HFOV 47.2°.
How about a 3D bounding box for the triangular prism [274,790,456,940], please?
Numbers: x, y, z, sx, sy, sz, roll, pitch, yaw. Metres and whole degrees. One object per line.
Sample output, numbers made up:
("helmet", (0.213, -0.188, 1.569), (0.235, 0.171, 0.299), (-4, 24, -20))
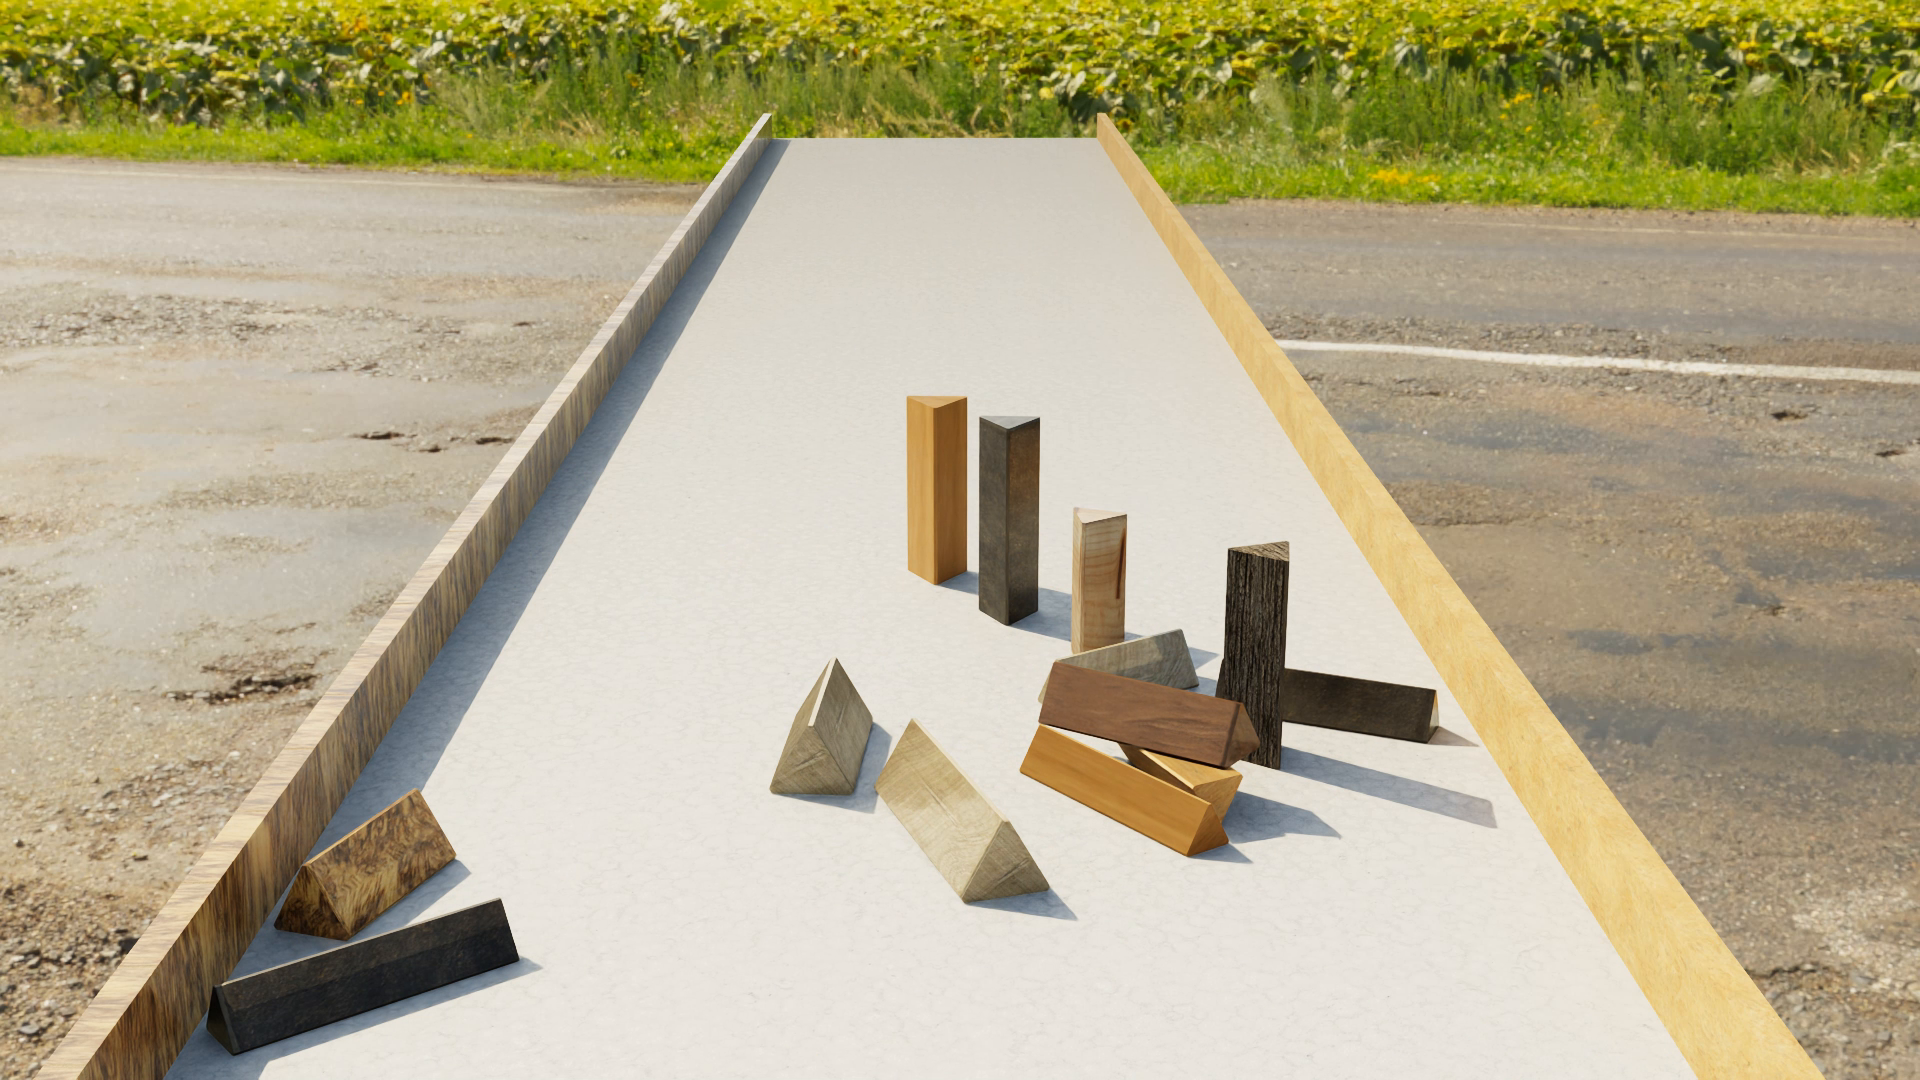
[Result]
("triangular prism", (-0.913, 0.489, 3.378), (0.127, 0.110, 0.303), (5, 17, 18))

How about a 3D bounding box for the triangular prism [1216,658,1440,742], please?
("triangular prism", (0.682, 0.290, 4.094), (0.406, 0.086, 0.099), (7, 18, 23))

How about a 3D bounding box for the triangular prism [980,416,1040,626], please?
("triangular prism", (0.087, -0.047, 4.637), (0.108, 0.426, 0.125), (11, 20, 32))

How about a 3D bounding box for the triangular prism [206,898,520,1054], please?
("triangular prism", (-0.830, 0.596, 3.071), (0.424, 0.082, 0.095), (-13, 21, -38))

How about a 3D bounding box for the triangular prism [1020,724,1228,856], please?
("triangular prism", (0.271, 0.410, 3.700), (0.091, 0.079, 0.436), (-11, 20, -35))

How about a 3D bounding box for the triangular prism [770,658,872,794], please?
("triangular prism", (-0.244, 0.323, 3.911), (0.143, 0.123, 0.349), (1, 17, 3))

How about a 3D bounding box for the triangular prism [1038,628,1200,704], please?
("triangular prism", (0.306, 0.246, 4.214), (0.306, 0.100, 0.116), (-11, 20, -34))

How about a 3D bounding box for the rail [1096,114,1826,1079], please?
("rail", (0.932, -0.844, 7.801), (0.050, 0.150, 12.000), (0, 17, -1))

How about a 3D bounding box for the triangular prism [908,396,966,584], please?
("triangular prism", (-0.068, -0.118, 4.915), (0.115, 0.404, 0.133), (10, 19, 30))

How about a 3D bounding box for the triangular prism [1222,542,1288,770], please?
("triangular prism", (0.545, 0.198, 3.888), (0.121, 0.384, 0.105), (13, 21, 36))

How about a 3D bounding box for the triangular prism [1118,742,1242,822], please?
("triangular prism", (0.373, 0.373, 3.757), (0.081, 0.094, 0.308), (-39, 27, -10))

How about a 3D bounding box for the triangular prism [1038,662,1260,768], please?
("triangular prism", (0.320, 0.289, 3.787), (0.384, 0.097, 0.111), (11, 23, 37))

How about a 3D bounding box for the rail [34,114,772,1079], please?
("rail", (-1.118, -0.838, 7.780), (0.050, 0.150, 12.000), (0, 17, -1))

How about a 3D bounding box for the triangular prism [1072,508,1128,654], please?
("triangular prism", (0.257, 0.091, 4.393), (0.112, 0.302, 0.097), (-12, 20, -35))

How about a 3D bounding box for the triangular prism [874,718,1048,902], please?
("triangular prism", (-0.004, 0.424, 3.571), (0.142, 0.123, 0.460), (-5, 17, -18))
